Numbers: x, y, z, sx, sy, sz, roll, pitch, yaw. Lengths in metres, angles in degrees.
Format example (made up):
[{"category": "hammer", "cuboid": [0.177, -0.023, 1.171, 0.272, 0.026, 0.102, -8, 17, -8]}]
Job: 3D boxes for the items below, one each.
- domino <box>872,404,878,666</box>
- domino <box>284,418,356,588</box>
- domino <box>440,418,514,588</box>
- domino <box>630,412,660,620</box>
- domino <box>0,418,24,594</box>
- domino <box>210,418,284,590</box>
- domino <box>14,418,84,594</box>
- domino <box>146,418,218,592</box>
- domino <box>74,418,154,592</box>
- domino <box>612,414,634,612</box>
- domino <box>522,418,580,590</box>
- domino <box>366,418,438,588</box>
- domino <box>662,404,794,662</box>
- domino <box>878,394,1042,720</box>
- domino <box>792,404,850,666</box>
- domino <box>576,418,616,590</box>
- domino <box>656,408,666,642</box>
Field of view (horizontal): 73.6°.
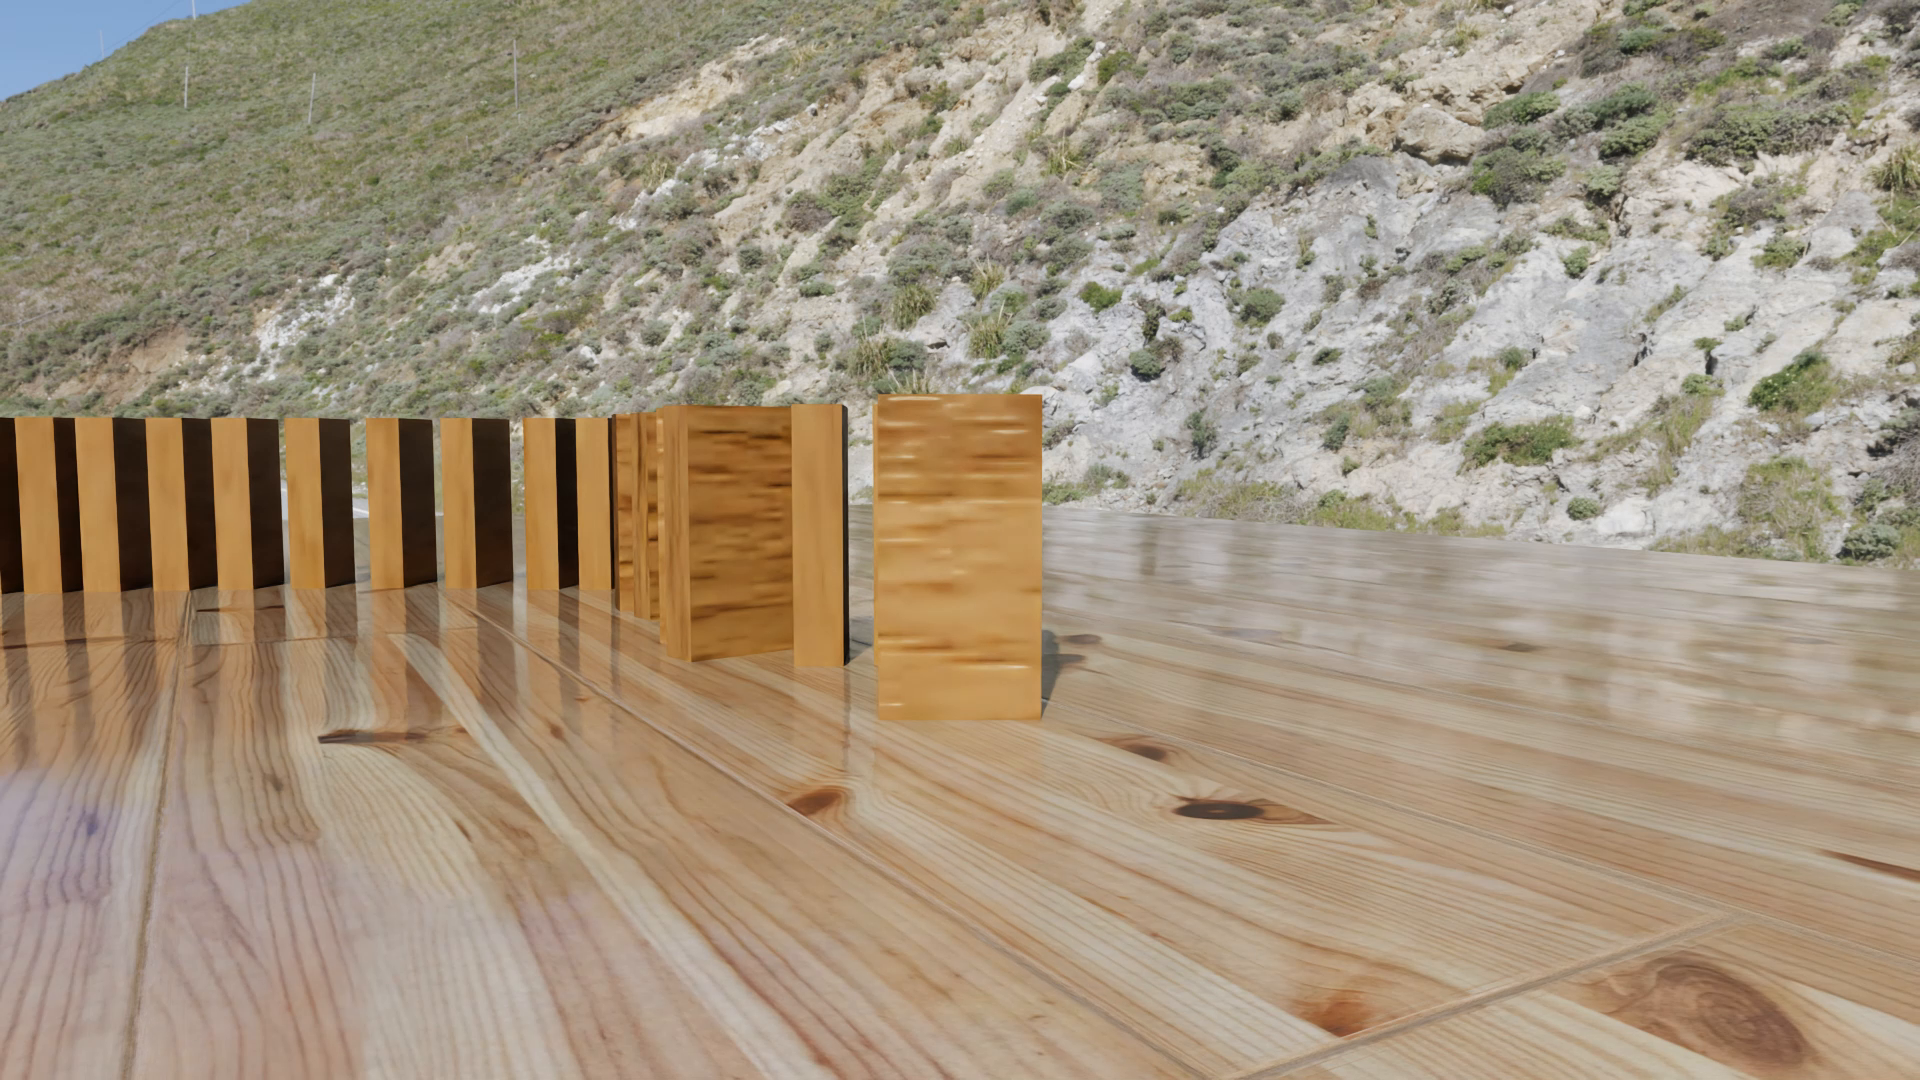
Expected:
[{"category": "domino", "cuboid": [-0.009, -0.002, 0.256, 0.009, 0.050, 0.025, 1, 4, 11]}, {"category": "domino", "cuboid": [-0.193, -0.012, 0.388, 0.009, 0.050, 0.025, 0, 4, -6]}, {"category": "domino", "cuboid": [-0.146, -0.012, 0.388, 0.010, 0.050, 0.025, 0, 4, 5]}, {"category": "domino", "cuboid": [-0.068, -0.006, 0.318, 0.025, 0.050, 0.010, -3, 5, -37]}, {"category": "domino", "cuboid": [-0.279, -0.010, 0.372, 0.009, 0.050, 0.025, -1, 4, -13]}, {"category": "domino", "cuboid": [-0.213, -0.011, 0.385, 0.009, 0.050, 0.025, -1, 4, -9]}, {"category": "domino", "cuboid": [-0.264, -0.011, 0.375, 0.009, 0.050, 0.025, -1, 4, -13]}, {"category": "domino", "cuboid": [-0.231, -0.011, 0.382, 0.010, 0.050, 0.025, -1, 4, -10]}, {"category": "domino", "cuboid": [-0.249, -0.011, 0.379, 0.010, 0.050, 0.025, -1, 4, -12]}, {"category": "domino", "cuboid": [-0.077, -0.007, 0.333, 0.025, 0.050, 0.009, -2, 5, -22]}, {"category": "domino", "cuboid": [-0.121, -0.011, 0.386, 0.009, 0.050, 0.025, 0, 4, 3]}, {"category": "domino", "cuboid": [-0.169, -0.012, 0.389, 0.009, 0.050, 0.025, 0, 4, -1]}, {"category": "domino", "cuboid": [-0.046, -0.002, 0.260, 0.025, 0.050, 0.010, -4, 6, -41]}, {"category": "domino", "cuboid": [0.000, 0.002, 0.201, 0.025, 0.050, 0.010, 0, 4, 0]}, {"category": "domino", "cuboid": [-0.028, -0.002, 0.256, 0.009, 0.050, 0.025, 0, 4, -2]}, {"category": "domino", "cuboid": [-0.105, -0.011, 0.385, 0.010, 0.050, 0.025, 0, 4, 5]}, {"category": "domino", "cuboid": [-0.052, -0.003, 0.279, 0.025, 0.050, 0.009, -1, 4, -7]}]
